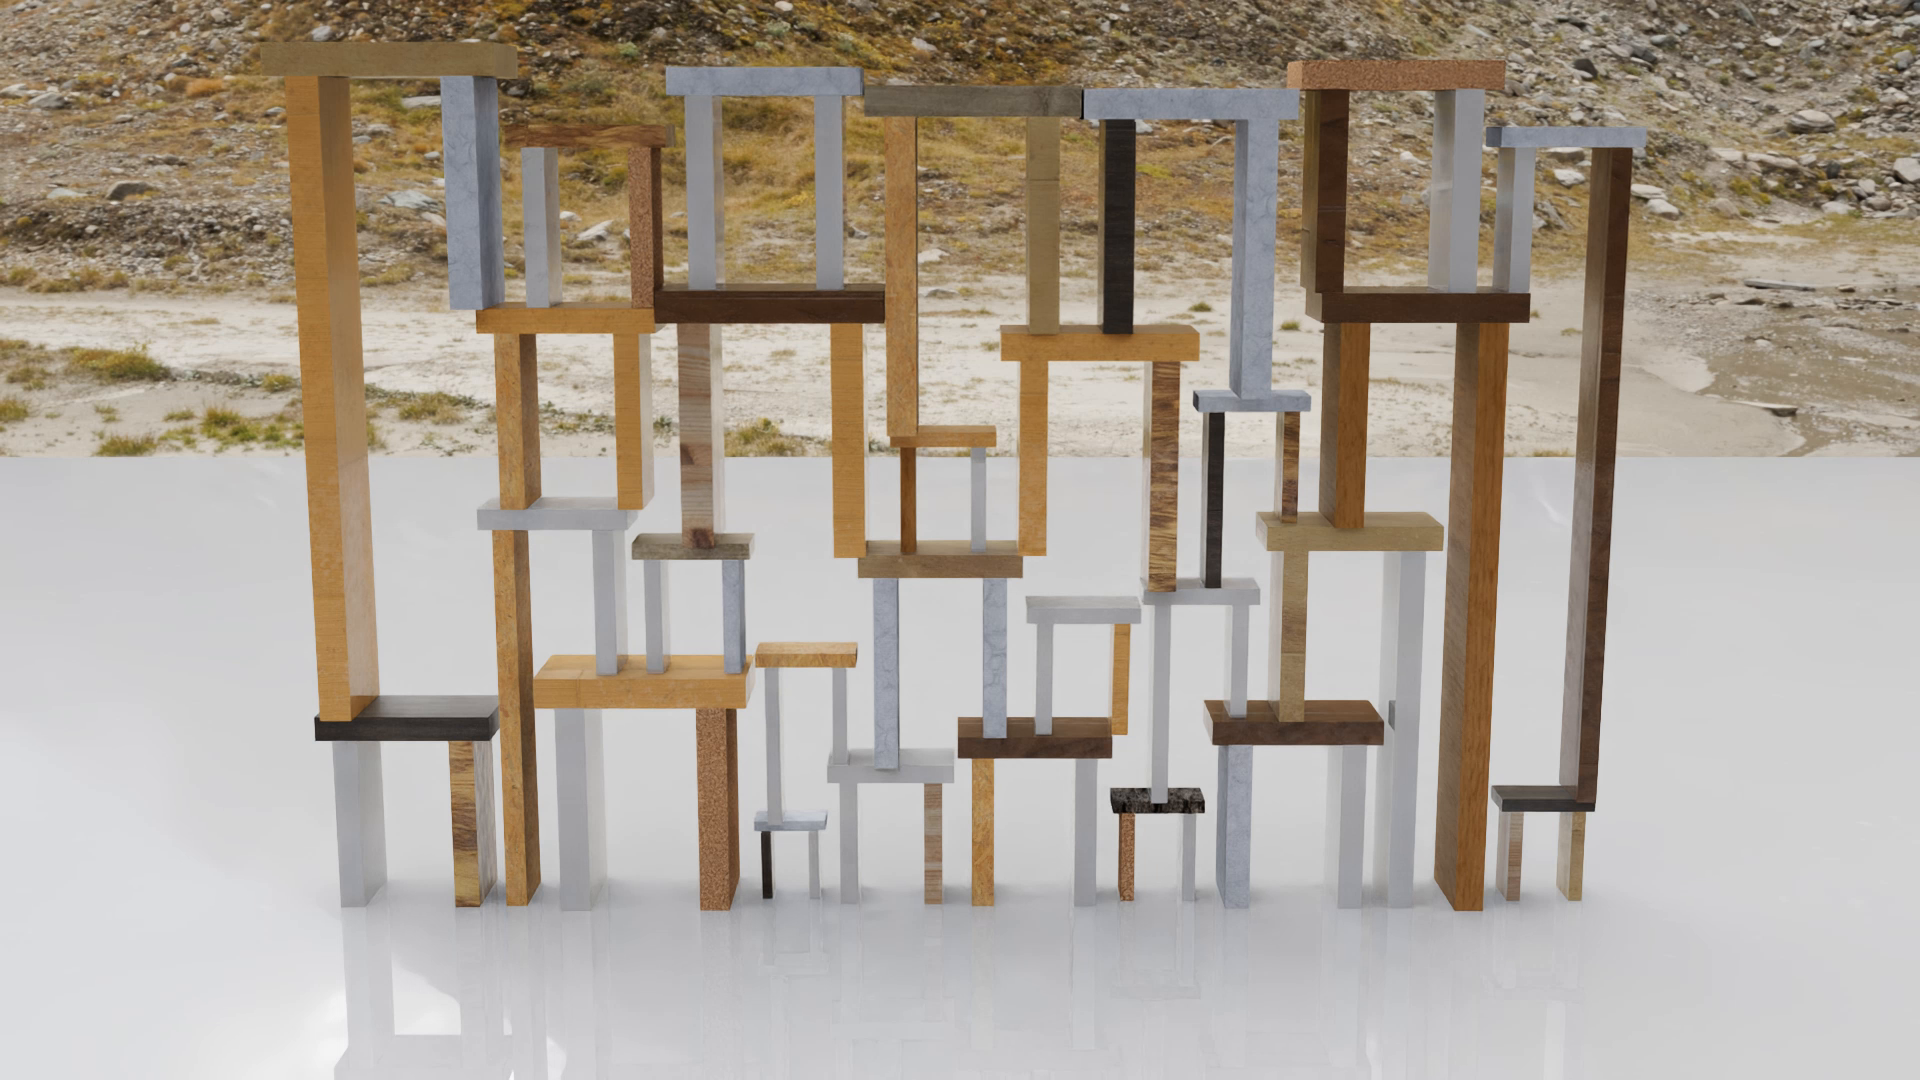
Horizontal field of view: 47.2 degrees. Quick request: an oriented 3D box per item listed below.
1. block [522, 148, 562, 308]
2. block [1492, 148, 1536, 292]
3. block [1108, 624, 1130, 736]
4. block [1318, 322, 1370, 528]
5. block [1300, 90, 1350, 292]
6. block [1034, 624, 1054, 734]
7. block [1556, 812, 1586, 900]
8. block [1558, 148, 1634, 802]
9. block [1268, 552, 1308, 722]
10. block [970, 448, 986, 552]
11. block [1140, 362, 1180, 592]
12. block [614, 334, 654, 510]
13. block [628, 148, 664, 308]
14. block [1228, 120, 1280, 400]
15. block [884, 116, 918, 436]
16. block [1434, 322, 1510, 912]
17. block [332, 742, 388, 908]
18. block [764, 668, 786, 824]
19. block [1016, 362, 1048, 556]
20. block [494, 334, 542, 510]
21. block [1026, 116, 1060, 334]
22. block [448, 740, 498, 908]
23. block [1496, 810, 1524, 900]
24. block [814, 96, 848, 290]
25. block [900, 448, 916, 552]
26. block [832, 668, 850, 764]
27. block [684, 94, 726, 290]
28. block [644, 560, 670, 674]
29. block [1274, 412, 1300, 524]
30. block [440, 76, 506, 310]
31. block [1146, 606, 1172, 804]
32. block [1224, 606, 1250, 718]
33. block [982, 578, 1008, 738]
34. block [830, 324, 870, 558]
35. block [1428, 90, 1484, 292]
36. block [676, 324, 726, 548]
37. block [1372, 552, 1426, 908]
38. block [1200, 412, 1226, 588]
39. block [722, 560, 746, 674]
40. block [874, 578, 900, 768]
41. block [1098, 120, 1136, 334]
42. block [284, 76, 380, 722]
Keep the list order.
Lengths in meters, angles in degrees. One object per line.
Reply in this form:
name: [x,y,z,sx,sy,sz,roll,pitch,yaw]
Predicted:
block: [-0.658,-0.494,3.465,0.035,0.247,0.123,0,11,0]
block: [0.873,-0.507,3.468,0.031,0.222,0.111,0,11,0]
block: [0.260,0.218,3.600,0.026,0.184,0.092,1,11,0]
block: [0.614,-0.193,3.521,0.046,0.323,0.162,0,11,0]
block: [0.573,-0.550,3.461,0.044,0.310,0.155,0,11,0]
block: [0.137,0.217,3.600,0.026,0.185,0.092,0,11,0]
block: [1.016,0.514,3.658,0.022,0.153,0.077,0,10,0]
block: [1.022,-0.099,3.542,0.031,1.051,0.111,0,11,0]
block: [0.534,0.142,3.585,0.040,0.280,0.140,0,11,0]
block: [0.029,-0.072,3.551,0.024,0.169,0.085,0,11,0]
block: [0.322,-0.112,3.544,0.044,0.368,0.155,0,11,0]
block: [-0.522,-0.198,3.528,0.040,0.279,0.140,0,11,0]
block: [-0.494,-0.494,3.466,0.035,0.247,0.123,0,11,0]
block: [0.463,-0.445,3.470,0.046,0.429,0.163,0,11,0]
block: [-0.091,-0.419,3.479,0.047,0.491,0.166,0,11,0]
block: [0.830,0.119,3.579,0.046,0.958,0.162,0,11,0]
block: [-0.995,0.451,3.648,0.040,0.282,0.141,0,11,0]
block: [-0.304,0.329,3.616,0.023,0.265,0.081,0,11,0]
block: [0.115,-0.141,3.538,0.044,0.310,0.155,0,11,0]
block: [-0.709,-0.198,3.527,0.040,0.279,0.140,0,11,0]
block: [0.130,-0.499,3.468,0.047,0.331,0.166,0,11,0]
block: [-0.807,0.451,3.648,0.040,0.282,0.141,0,11,0]
block: [0.914,0.514,3.658,0.022,0.153,0.077,0,11,0]
block: [-0.202,-0.548,3.462,0.042,0.297,0.148,0,11,0]
block: [-0.083,-0.072,3.549,0.024,0.169,0.085,0,11,0]
block: [-0.195,0.278,3.609,0.023,0.162,0.081,0,11,0]
block: [-0.400,-0.548,3.461,0.042,0.297,0.148,0,11,0]
block: [-0.493,0.116,3.580,0.027,0.188,0.094,0,11,0]
block: [0.526,-0.123,3.539,0.025,0.178,0.089,0,11,0]
block: [-0.764,-0.546,3.454,0.050,0.354,0.177,0,11,0]
block: [0.326,0.259,3.607,0.027,0.331,0.094,0,11,0]
block: [0.451,0.188,3.593,0.027,0.187,0.094,0,11,0]
block: [0.057,0.179,3.592,0.037,0.264,0.132,0,11,0]
block: [-0.176,-0.170,3.527,0.050,0.370,0.177,0,11,0]
block: [0.779,-0.550,3.461,0.044,0.310,0.155,0,11,0]
block: [-0.413,-0.177,3.525,0.050,0.355,0.177,0,11,0]
block: [0.720,0.298,3.613,0.040,0.595,0.140,0,11,0]
block: [0.407,-0.071,3.549,0.025,0.284,0.089,0,11,0]
block: [-0.368,0.116,3.580,0.027,0.188,0.094,0,11,0]
block: [-0.120,0.203,3.597,0.037,0.314,0.132,0,11,0]
block: [0.246,-0.495,3.464,0.046,0.327,0.163,0,11,0]
block: [-1.000,-0.223,3.515,0.050,1.011,0.177,0,11,0]
